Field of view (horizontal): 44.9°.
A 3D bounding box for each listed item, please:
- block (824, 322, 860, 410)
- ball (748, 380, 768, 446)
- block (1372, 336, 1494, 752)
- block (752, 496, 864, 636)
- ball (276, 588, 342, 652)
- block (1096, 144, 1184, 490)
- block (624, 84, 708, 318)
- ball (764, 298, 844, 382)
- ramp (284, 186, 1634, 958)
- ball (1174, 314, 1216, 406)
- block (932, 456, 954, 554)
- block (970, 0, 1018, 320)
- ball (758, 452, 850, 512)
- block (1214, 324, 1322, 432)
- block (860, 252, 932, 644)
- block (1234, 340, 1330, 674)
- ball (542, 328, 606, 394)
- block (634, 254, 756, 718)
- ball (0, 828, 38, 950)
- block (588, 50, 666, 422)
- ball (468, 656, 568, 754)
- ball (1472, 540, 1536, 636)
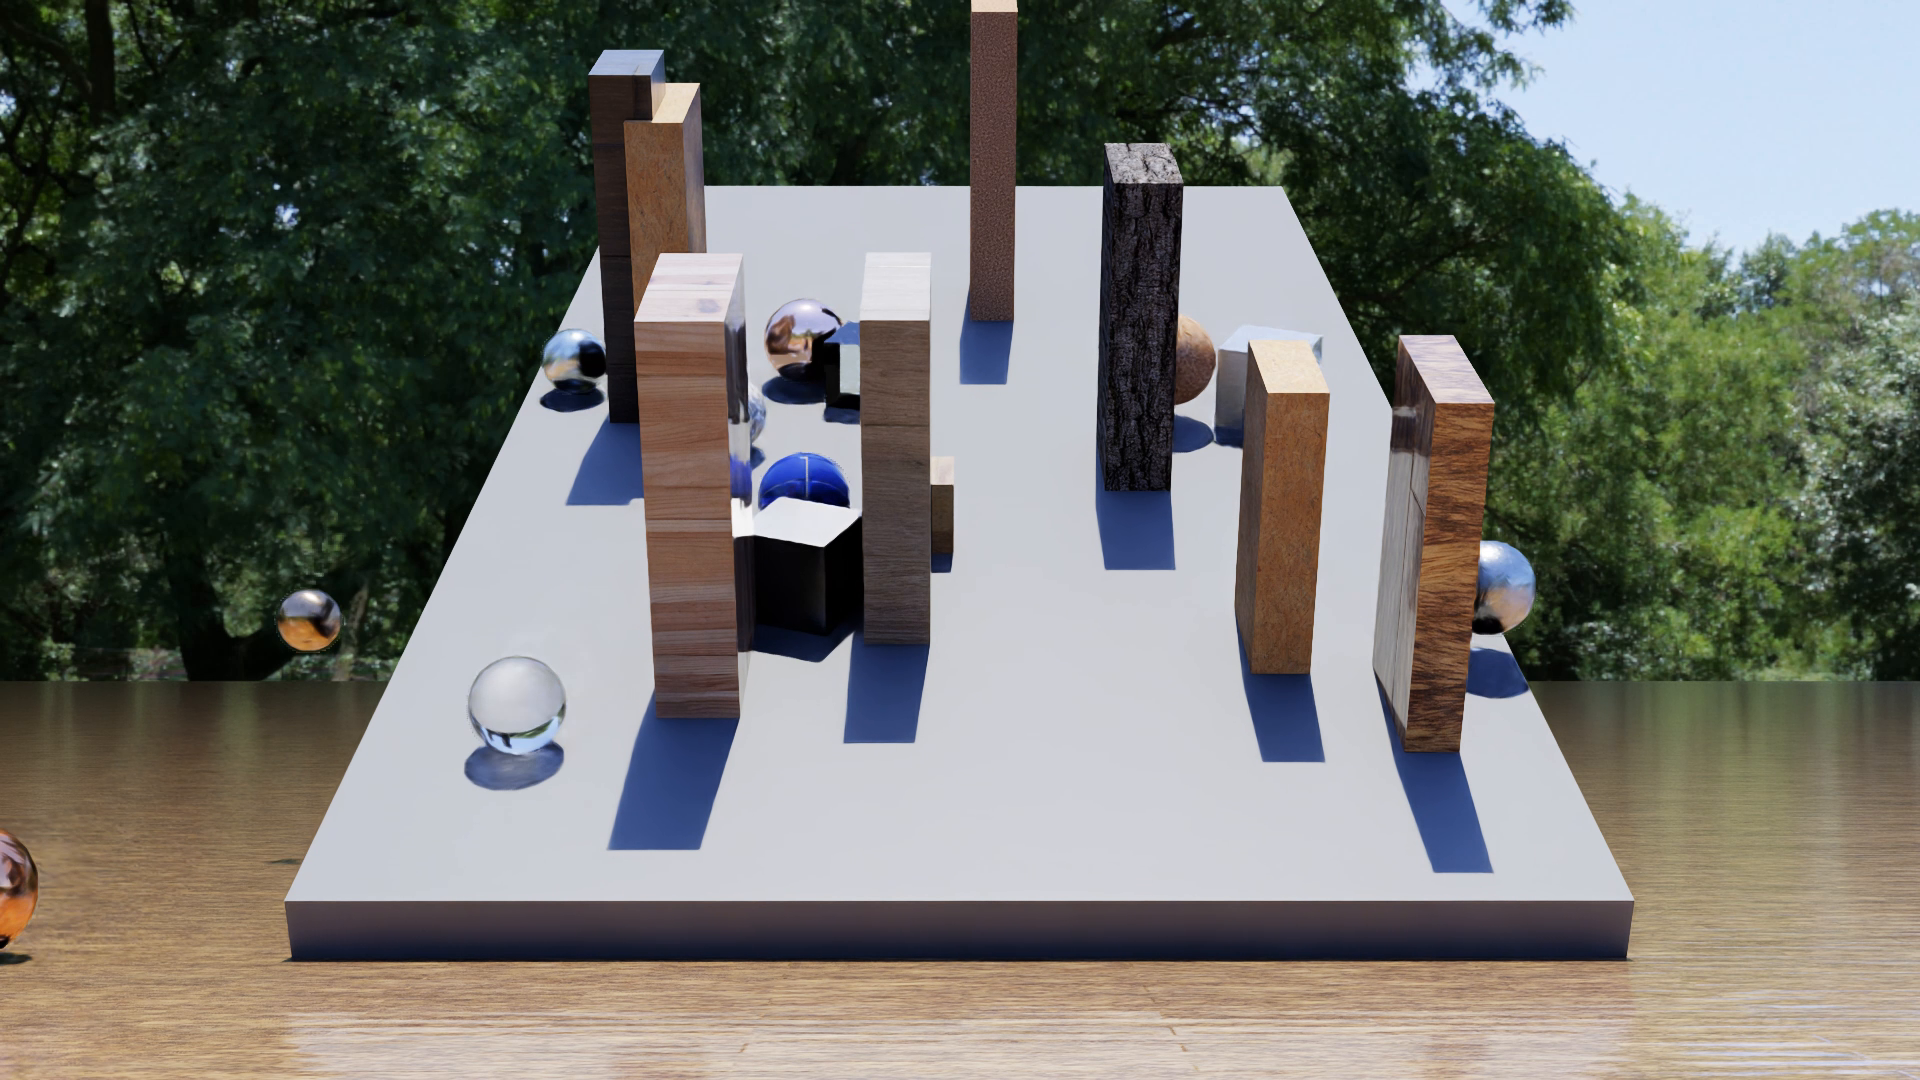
[{"bbox_3d":[-0.211,-0.399,5.361,0.156,0.156,0.156,7,25,16],"label":"block"},{"bbox_3d":[-0.506,-0.276,5.062,0.172,0.172,0.172,0,-3,0],"label":"ball"},{"bbox_3d":[0.783,0.004,3.881,0.091,0.618,0.325,0,24,0],"label":"block"},{"bbox_3d":[-0.292,0.047,4.321,0.180,0.180,0.180,10,26,21],"label":"block"},{"bbox_3d":[-1.495,0.183,5.339,0.145,0.145,0.145,0,-3,0],"label":"ball"},{"bbox_3d":[0.374,-0.471,4.900,0.139,0.663,0.320,0,24,0],"label":"block"},{"bbox_3d":[-0.655,-0.648,5.260,0.125,0.692,0.375,0,24,0],"label":"block"},{"bbox_3d":[-0.365,-0.470,5.471,0.197,0.197,0.197,0,-3,0],"label":"ball"},{"bbox_3d":[-0.008,-0.228,5.291,2.000,0.100,4.000,0,24,0],"label":"ramp"},{"bbox_3d":[0.470,-0.405,5.214,0.208,0.208,0.208,0,-3,0],"label":"ball"},{"bbox_3d":[-0.087,-0.070,4.626,0.149,0.149,0.149,0,24,0],"label":"block"},{"bbox_3d":[0.082,-0.977,5.898,0.110,0.782,0.306,0,24,0],"label":"block"},{"bbox_3d":[-0.302,-0.080,4.488,0.178,0.178,0.178,0,-3,0],"label":"ball"},{"bbox_3d":[0.696,-0.359,5.237,0.186,0.186,0.186,11,26,22],"label":"block"},{"bbox_3d":[-0.114,-0.174,4.281,0.120,0.617,0.398,0,24,0],"label":"block"},{"bbox_3d":[0.569,-0.061,4.136,0.105,0.529,0.274,0,24,0],"label":"block"},{"bbox_3d":[-0.895,-0.415,5.400,0.152,0.152,0.152,0,-3,0],"label":"ball"},{"bbox_3d":[-0.446,-0.096,3.988,0.143,0.710,0.368,0,24,0],"label":"block"},{"bbox_3d":[-1.480,0.520,3.450,0.208,0.208,0.208,0,-3,0],"label":"ball"},{"bbox_3d":[-0.724,-0.676,5.202,0.132,0.789,0.251,0,24,0],"label":"block"},{"bbox_3d":[-0.730,0.272,3.832,0.162,0.162,0.162,0,-3,0],"label":"ball"},{"bbox_3d":[0.941,0.084,4.143,0.170,0.170,0.170,0,-3,0],"label":"ball"}]
